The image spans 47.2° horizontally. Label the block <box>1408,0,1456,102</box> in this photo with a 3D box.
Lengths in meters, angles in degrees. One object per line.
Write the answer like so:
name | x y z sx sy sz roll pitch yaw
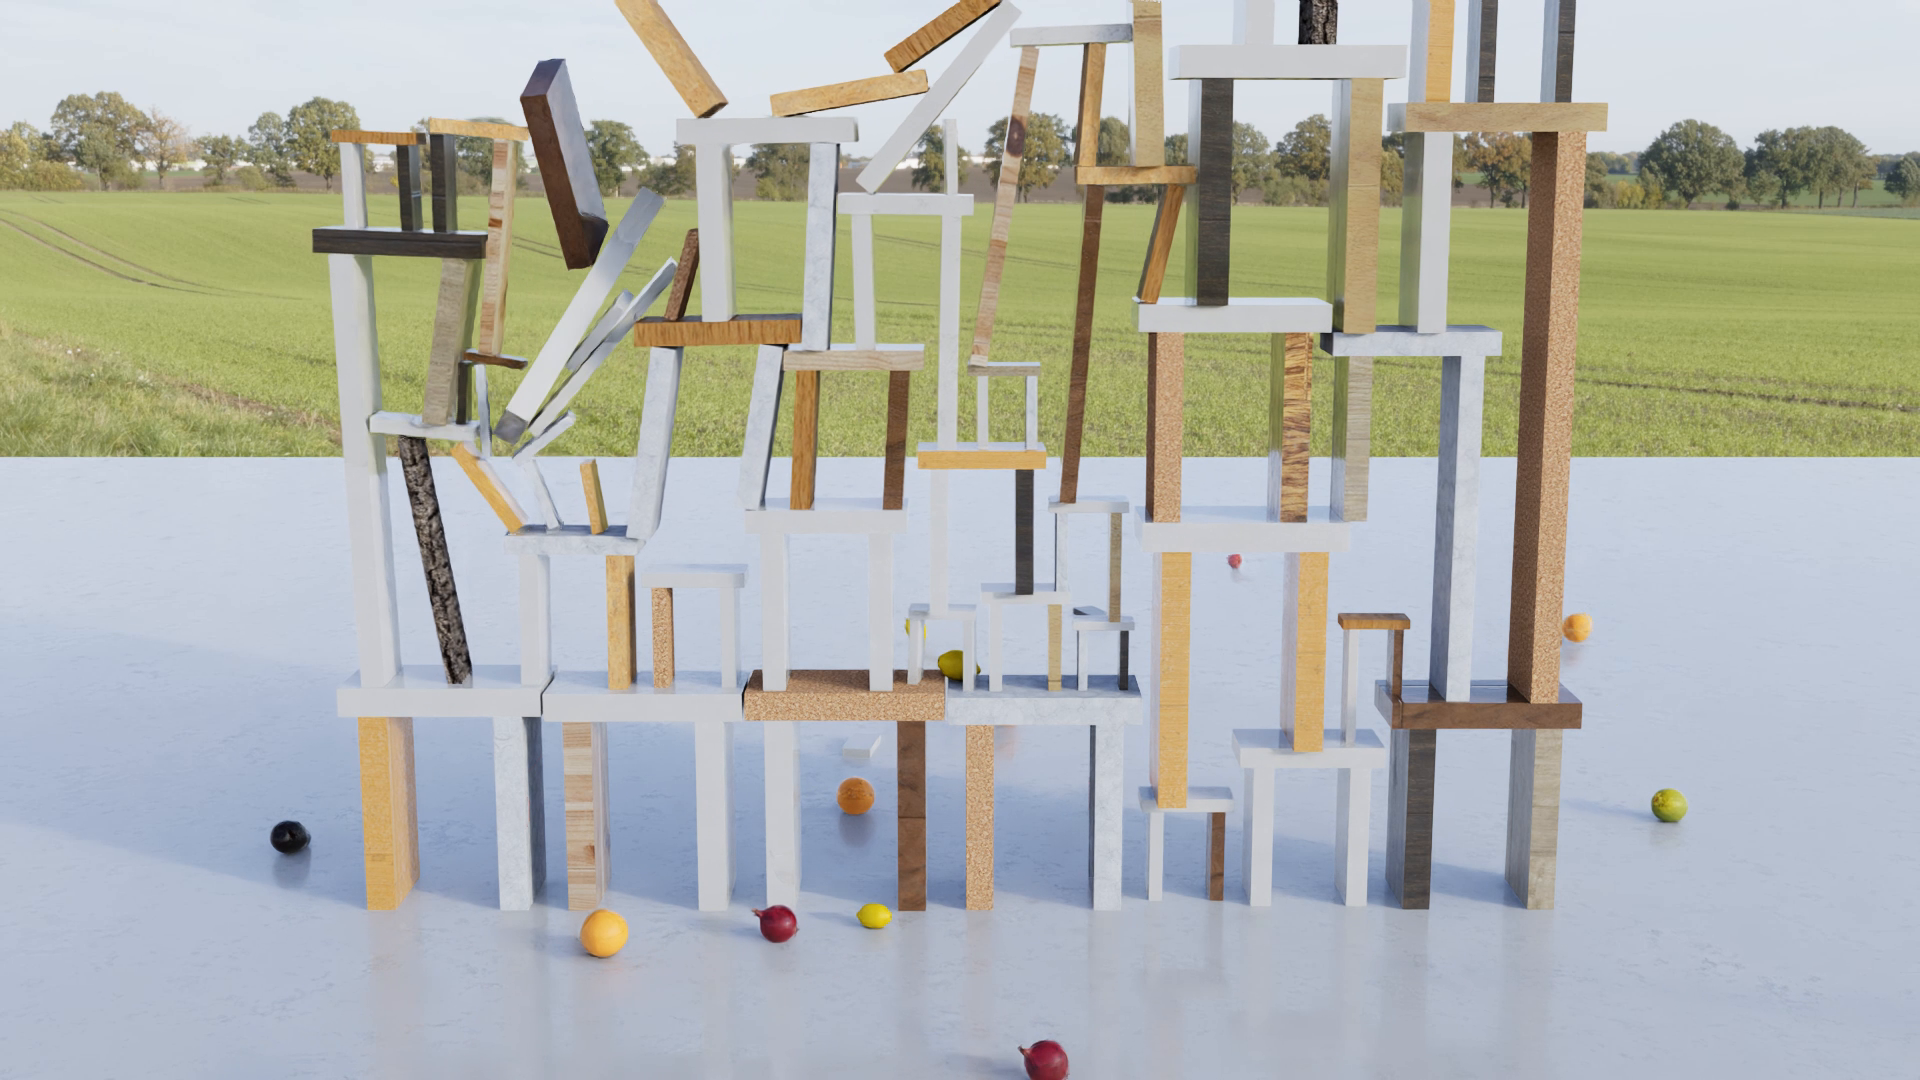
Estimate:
block | 0.734 -0.857 3.400 0.038 0.355 0.135 1 11 0

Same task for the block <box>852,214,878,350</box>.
block | -0.151 -0.412 3.485 0.030 0.211 0.105 -1 11 0

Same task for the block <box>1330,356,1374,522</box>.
block | 0.627 -0.170 3.528 0.037 0.263 0.131 0 10 0

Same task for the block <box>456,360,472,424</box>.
block | -0.791 -0.236 3.511 0.014 0.097 0.049 4 11 -2

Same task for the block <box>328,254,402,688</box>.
block | -0.954 -0.115 3.534 0.037 0.690 0.131 -2 11 -2

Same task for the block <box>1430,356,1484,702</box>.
block | 0.802 -0.026 3.554 0.037 0.557 0.131 0 11 0

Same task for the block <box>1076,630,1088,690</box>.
block | 0.199 0.191 3.591 0.014 0.100 0.050 0 11 0

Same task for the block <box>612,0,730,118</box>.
block | -0.471 -0.791 3.415 0.042 0.299 0.149 -35 9 6

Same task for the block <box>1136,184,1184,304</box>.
block | 0.316 -0.469 3.467 0.026 0.185 0.092 13 10 -2

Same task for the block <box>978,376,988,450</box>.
block | 0.036 -0.207 3.517 0.016 0.116 0.058 0 11 0

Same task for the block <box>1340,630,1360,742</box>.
block | 0.639 0.233 3.606 0.015 0.189 0.054 0 11 0

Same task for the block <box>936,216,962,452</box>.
block | -0.018 -0.332 3.494 0.030 0.369 0.105 1 11 -1

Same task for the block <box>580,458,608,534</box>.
block | -0.590 -0.071 3.545 0.016 0.114 0.057 -9 10 2

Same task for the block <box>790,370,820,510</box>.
block | -0.248 -0.168 3.529 0.031 0.221 0.110 3 11 0

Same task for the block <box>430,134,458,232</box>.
block | -0.812 -0.562 3.460 0.021 0.150 0.075 0 11 0

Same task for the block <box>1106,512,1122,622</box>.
block | 0.250 0.039 3.568 0.018 0.179 0.064 0 11 0

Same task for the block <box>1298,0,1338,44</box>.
block | 0.556 -0.899 3.392 0.038 0.269 0.135 1 11 0

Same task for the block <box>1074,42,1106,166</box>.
block | 0.203 -0.679 3.436 0.026 0.186 0.093 4 10 -3

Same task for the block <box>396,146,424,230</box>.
block | -0.864 -0.554 3.455 0.019 0.131 0.066 -1 11 0

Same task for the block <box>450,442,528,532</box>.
block | -0.756 -0.089 3.538 0.023 0.164 0.082 -35 10 2

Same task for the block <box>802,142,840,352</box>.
block | -0.220 -0.465 3.474 0.039 0.319 0.136 3 11 -1

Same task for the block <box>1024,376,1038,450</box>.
block | 0.114 -0.207 3.518 0.016 0.116 0.058 0 11 -1

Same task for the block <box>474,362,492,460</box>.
block | -0.762 -0.209 3.522 0.014 0.154 0.049 -4 12 -8

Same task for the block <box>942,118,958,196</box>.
block | -0.016 -0.601 3.448 0.017 0.117 0.058 -2 11 -5

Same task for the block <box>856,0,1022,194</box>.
block | -0.033 -0.691 3.435 0.034 0.359 0.121 40 8 -7

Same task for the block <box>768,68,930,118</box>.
block | -0.170 -0.696 3.429 0.242 0.034 0.121 -9 10 2

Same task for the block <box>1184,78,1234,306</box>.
block | 0.391 -0.549 3.459 0.049 0.346 0.173 0 11 -1

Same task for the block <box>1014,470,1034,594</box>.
block | 0.104 -0.021 3.551 0.029 0.203 0.102 0 11 1

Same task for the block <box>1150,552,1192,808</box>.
block | 0.343 0.212 3.599 0.046 0.422 0.164 0 11 0

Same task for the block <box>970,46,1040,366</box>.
block | 0.069 -0.525 3.466 0.026 0.497 0.093 9 10 -2

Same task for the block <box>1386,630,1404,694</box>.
block | 0.711 0.194 3.598 0.015 0.109 0.054 0 11 0

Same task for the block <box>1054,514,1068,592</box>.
block | 0.164 0.014 3.563 0.018 0.129 0.064 0 11 0

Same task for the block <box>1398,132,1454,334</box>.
block | 0.733 -0.487 3.466 0.044 0.308 0.154 0 11 0

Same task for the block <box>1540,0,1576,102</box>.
block | 0.930 -0.771 3.419 0.025 0.179 0.090 0 11 0

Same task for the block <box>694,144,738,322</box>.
block | -0.384 -0.487 3.470 0.039 0.273 0.136 -1 11 1

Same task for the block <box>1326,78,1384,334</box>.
block | 0.620 -0.528 3.465 0.049 0.389 0.173 0 11 0

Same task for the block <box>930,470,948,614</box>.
block | -0.034 -0.005 3.551 0.029 0.235 0.102 0 11 -1

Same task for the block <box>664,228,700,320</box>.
block | -0.435 -0.422 3.486 0.020 0.142 0.071 17 11 -1

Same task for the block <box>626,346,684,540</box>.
block | -0.489 -0.162 3.531 0.037 0.306 0.131 9 10 -2

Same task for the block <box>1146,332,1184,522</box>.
block | 0.328 -0.190 3.527 0.043 0.301 0.150 0 11 0

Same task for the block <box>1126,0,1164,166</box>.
block | 0.284 -0.828 3.399 0.043 0.491 0.153 -2 11 1

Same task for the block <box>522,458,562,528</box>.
block | -0.675 -0.075 3.553 0.016 0.114 0.057 -22 6 -3

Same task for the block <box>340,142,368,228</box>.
block | -0.952 -0.557 3.455 0.019 0.131 0.066 -1 10 0

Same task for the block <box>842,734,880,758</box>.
block | -0.202 0.422 4.527 0.059 0.017 0.117 2 11 9

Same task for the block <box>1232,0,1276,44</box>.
block | 0.458 -0.917 3.385 0.043 0.307 0.153 1 11 -1

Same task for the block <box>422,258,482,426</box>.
block | -0.807 -0.320 3.496 0.037 0.261 0.131 10 10 -3

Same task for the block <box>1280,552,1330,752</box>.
block | 0.561 0.165 3.592 0.046 0.328 0.164 0 10 0

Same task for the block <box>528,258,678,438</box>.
block | -0.572 -0.310 3.538 0.020 0.355 0.071 40 4 -15

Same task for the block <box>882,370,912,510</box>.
block | -0.101 -0.168 3.529 0.031 0.221 0.110 3 11 0

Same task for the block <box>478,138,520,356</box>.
block | -0.728 -0.462 3.472 0.021 0.337 0.075 7 10 0

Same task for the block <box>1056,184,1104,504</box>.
block | 0.191 -0.313 3.499 0.026 0.502 0.092 5 11 -1

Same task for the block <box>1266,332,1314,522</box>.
block | 0.528 -0.190 3.528 0.043 0.301 0.150 0 11 0

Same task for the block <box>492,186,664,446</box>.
block | -0.620 -0.364 3.575 0.042 0.448 0.149 31 -21 -11

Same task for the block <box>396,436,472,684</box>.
block | -0.849 0.026 3.560 0.023 0.406 0.082 -9 10 1

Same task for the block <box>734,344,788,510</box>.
block | -0.317 -0.188 3.526 0.037 0.261 0.131 10 10 -2

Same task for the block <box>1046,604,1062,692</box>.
block | 0.154 0.168 3.594 0.020 0.144 0.072 0 11 0

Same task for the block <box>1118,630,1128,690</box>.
block | 0.266 0.191 3.591 0.014 0.100 0.050 0 11 0

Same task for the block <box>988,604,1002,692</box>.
block | 0.058 0.168 3.594 0.020 0.144 0.072 0 11 0

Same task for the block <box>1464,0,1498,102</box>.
block | 0.811 -0.771 3.419 0.025 0.179 0.090 0 11 0

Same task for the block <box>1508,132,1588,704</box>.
block | 0.937 -0.195 3.520 0.044 0.902 0.154 0 11 0
